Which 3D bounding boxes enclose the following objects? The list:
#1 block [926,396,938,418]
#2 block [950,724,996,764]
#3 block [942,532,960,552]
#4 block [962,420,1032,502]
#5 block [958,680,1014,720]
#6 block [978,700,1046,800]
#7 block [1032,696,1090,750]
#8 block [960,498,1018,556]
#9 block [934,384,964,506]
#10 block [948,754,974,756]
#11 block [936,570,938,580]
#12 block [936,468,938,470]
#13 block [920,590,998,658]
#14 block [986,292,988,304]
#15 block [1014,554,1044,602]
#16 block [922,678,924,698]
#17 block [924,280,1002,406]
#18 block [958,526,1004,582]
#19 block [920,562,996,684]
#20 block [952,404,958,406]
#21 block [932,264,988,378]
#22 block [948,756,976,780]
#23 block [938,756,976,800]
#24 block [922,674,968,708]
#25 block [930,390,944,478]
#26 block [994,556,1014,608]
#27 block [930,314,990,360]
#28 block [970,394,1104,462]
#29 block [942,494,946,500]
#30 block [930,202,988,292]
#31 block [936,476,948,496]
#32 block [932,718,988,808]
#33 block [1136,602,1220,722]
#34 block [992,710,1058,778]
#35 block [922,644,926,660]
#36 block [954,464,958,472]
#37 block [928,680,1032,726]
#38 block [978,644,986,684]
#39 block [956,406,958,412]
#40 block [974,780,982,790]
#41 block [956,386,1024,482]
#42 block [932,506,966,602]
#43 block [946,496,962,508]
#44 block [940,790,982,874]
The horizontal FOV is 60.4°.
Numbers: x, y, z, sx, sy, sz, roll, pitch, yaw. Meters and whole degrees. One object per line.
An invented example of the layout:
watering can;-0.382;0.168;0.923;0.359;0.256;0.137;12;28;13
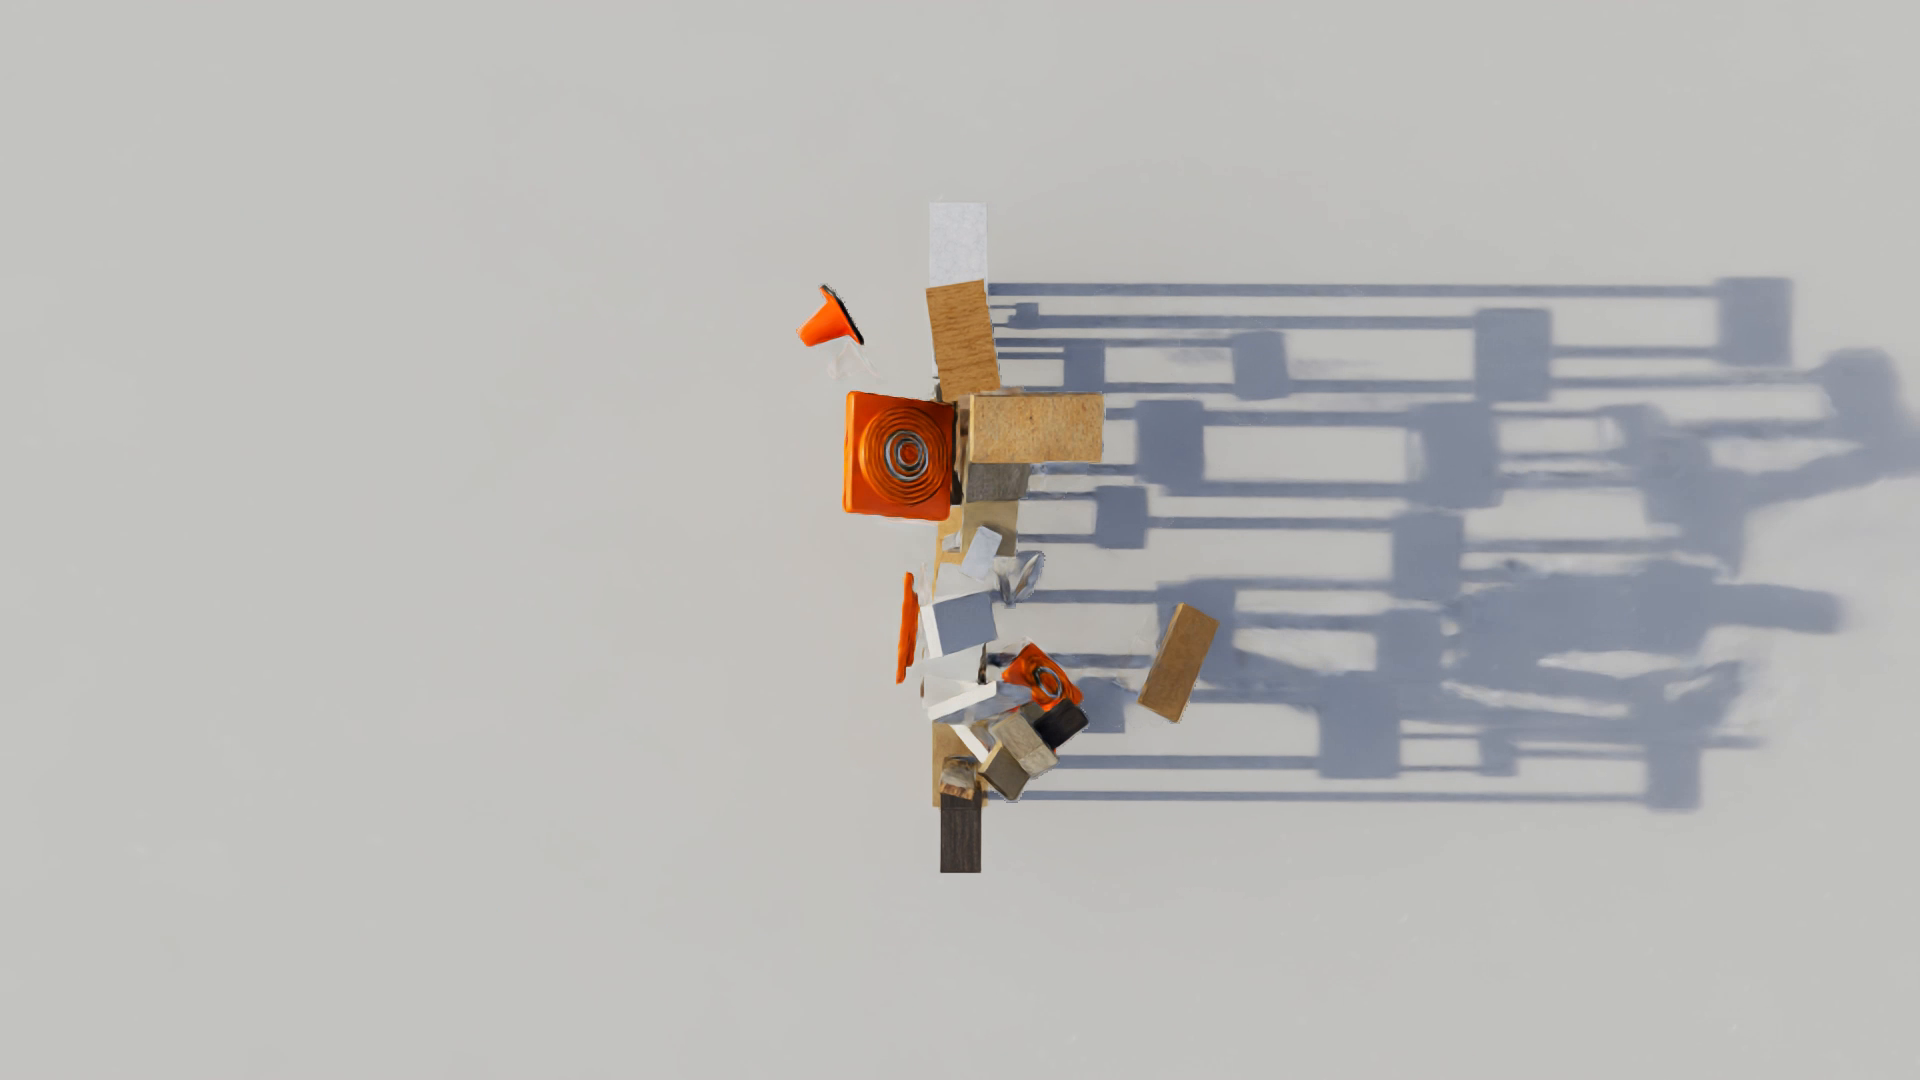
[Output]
block;0.001;-0.408;4.995;0.177;0.354;0.050;-6;92;-5
block;0.071;0.592;4.727;0.127;0.331;0.036;32;94;-25
block;0.043;0.010;4.640;0.146;0.328;0.041;4;87;-7
block;0.100;-0.215;4.284;0.165;0.330;0.047;-6;59;-8
block;0.089;0.461;4.711;0.036;0.255;0.127;-51;128;-1
block;0.167;0.581;4.579;0.127;0.036;0.255;44;66;-20
block;0.254;0.522;4.539;0.183;0.026;0.091;-39;107;10
block;0.083;-0.105;4.458;0.146;0.041;0.292;4;90;-7
block;0.035;-0.285;4.795;0.177;0.050;0.354;-7;91;-5
block;0.004;0.649;4.824;0.081;0.161;0.023;0;90;0
block;0.008;0.121;4.655;0.153;0.307;0.043;2;93;-1
block;-0.003;-0.240;5.359;0.140;0.281;0.040;-1;89;0
block;0.000;0.219;4.334;0.038;0.270;0.135;-12;90;34
block;-0.004;-0.636;4.536;0.151;0.302;0.043;0;90;0
block;0.190;0.103;4.573;0.019;0.137;0.068;35;133;-12
block;-0.045;0.443;5.002;0.136;0.273;0.039;0;91;1
block;0.009;-0.503;4.209;0.150;0.042;0.300;-9;84;0
block;0.056;0.037;4.419;0.068;0.019;0.137;26;83;-6
block;-0.005;0.223;4.478;0.153;0.043;0.307;10;90;-1
block;0.038;-0.376;4.373;0.150;0.300;0.042;16;89;0
block;0.000;-0.624;4.710;0.159;0.045;0.318;0;90;0
block;0.004;0.703;4.732;0.081;0.023;0.161;0;90;0
block;-0.007;0.652;4.538;0.091;0.366;0.026;14;93;0
block;-0.032;0.361;4.845;0.136;0.039;0.273;4;90;0
block;-0.011;-0.335;5.192;0.140;0.040;0.281;-6;90;-5
block;0.127;0.121;4.744;0.019;0.068;0.137;-13;49;-5
block;0.000;-0.546;4.462;0.150;0.449;0.042;0;86;0
block;0.191;-0.280;4.121;0.330;0.047;0.165;-1;102;-11
block;-0.002;-0.148;5.394;0.106;0.212;0.030;0;90;0
block;-0.005;-0.737;4.363;0.151;0.043;0.302;0;90;0
block;0.028;-0.173;4.998;0.177;0.354;0.050;-7;93;-5
block;0.000;0.629;4.928;0.165;0.047;0.330;0;90;0
block;0.681;0.382;5.145;0.135;0.038;0.347;28;77;-13
block;0.181;0.561;4.520;0.091;0.026;0.183;-34;107;12
block;-0.028;0.332;4.663;0.153;0.324;0.043;7;88;0
block;0.070;-0.213;4.626;0.146;0.292;0.041;7;89;-5
block;0.054;0.450;4.517;0.135;0.270;0.038;14;61;-41
block;0.000;0.298;5.162;0.158;0.045;0.315;0;90;0
block;0.043;-0.366;4.542;0.104;0.029;0.208;-7;90;-3
block;0.004;0.708;4.609;0.111;0.222;0.031;0;93;0
block;0.077;-0.269;4.279;0.165;0.330;0.047;-8;59;-5
block;0.000;0.050;4.830;0.144;0.041;0.288;5;90;-1
block;0.008;-0.078;5.272;0.106;0.030;0.212;0;90;-1
block;0.002;0.791;4.482;0.111;0.031;0.222;0;90;0
